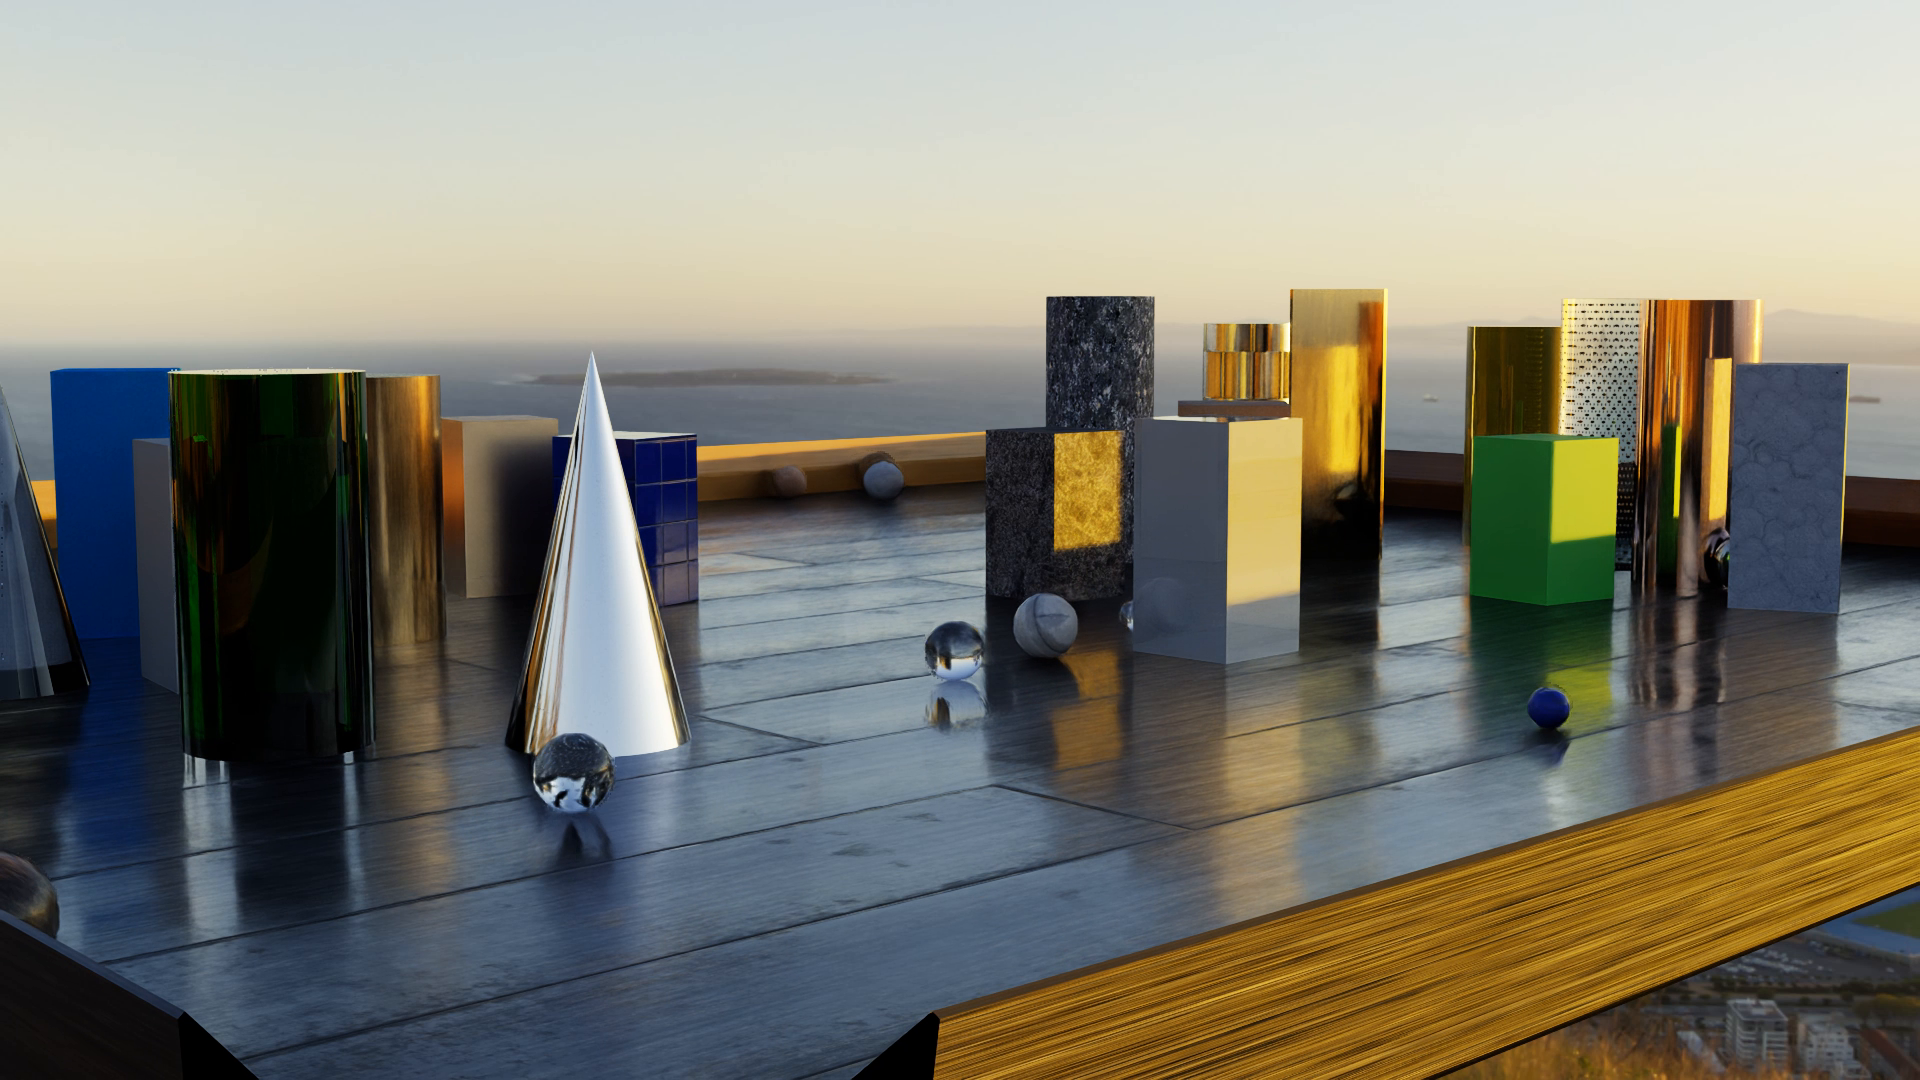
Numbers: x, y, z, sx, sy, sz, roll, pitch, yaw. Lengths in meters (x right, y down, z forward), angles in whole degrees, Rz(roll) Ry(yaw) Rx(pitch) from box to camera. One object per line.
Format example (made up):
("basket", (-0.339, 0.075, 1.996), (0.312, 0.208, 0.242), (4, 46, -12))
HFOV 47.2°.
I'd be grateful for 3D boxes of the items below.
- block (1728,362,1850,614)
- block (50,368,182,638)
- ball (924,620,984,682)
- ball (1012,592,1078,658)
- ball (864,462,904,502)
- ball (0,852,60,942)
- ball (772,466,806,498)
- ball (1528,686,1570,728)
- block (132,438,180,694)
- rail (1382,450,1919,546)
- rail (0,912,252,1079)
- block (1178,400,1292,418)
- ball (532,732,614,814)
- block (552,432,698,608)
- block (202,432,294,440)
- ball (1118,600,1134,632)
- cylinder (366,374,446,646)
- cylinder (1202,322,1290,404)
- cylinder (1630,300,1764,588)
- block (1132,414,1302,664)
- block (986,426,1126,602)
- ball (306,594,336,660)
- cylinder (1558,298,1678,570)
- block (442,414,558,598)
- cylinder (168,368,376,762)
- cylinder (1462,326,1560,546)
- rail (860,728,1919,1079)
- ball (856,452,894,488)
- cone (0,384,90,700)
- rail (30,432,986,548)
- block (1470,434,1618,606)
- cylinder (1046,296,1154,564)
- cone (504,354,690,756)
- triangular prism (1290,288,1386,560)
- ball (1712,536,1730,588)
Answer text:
("block", (1.245, -0.083, 3.304), (0.153, 0.362, 0.153), (3, 7, 23))
("block", (-1.159, -0.055, 3.044), (0.153, 0.361, 0.153), (-2, 6, -15))
("ball", (-0.006, 0.133, 2.636), (0.073, 0.073, 0.073), (0, 6, 0))
("ball", (0.109, 0.109, 2.808), (0.084, 0.084, 0.084), (0, 6, 0))
("ball", (-0.177, -0.134, 5.078), (0.092, 0.092, 0.092), (0, 6, 0))
("ball", (-0.640, 0.250, 1.445), (0.090, 0.090, 0.090), (0, 6, 0))
("ball", (-0.403, -0.137, 5.177), (0.077, 0.077, 0.077), (0, 6, 0))
("ball", (0.627, 0.178, 2.340), (0.045, 0.045, 0.045), (0, 6, 0))
("block", (-0.889, 0.024, 2.641), (0.153, 0.288, 0.153), (-4, 7, -35))
("rail", (1.340, -0.097, 4.562), (0.045, 0.125, 3.425), (-6, 8, -42))
("rail", (-1.340, 0.162, 2.102), (0.045, 0.125, 3.425), (-6, 8, -42))
("block", (0.384, -0.038, 3.113), (0.153, 0.312, 0.153), (1, 6, 5))
("ball", (-0.342, 0.206, 1.945), (0.072, 0.072, 0.072), (0, 6, 0))
("block", (-0.504, -0.031, 3.325), (0.153, 0.255, 0.153), (3, 7, 29))
("block", (-1.056, -0.031, 3.325), (0.153, 0.254, 0.153), (-2, 6, -21))
("ball", (0.241, 0.105, 3.042), (0.043, 0.043, 0.043), (0, 6, 0))
("cylinder", (-0.797, -0.045, 2.976), (0.192, 0.355, 0.192), (0, 6, 0))
("cylinder", (0.575, -0.220, 4.352), (0.192, 0.416, 0.192), (0, 6, 0))
("cylinder", (1.198, -0.160, 3.575), (0.192, 0.458, 0.192), (0, 6, 0))
("block", (0.334, -0.006, 2.854), (0.153, 0.304, 0.153), (6, 8, 44))
("block", (0.148, -0.043, 3.423), (0.153, 0.257, 0.153), (-5, 8, -42))
("ball", (-0.836, 0.110, 2.787), (0.086, 0.086, 0.086), (0, 6, 0))
("cylinder", (1.135, -0.186, 3.815), (0.192, 0.461, 0.192), (0, 6, 0))
("block", (-0.733, -0.057, 3.481), (0.153, 0.273, 0.153), (-4, 7, -30))
("cylinder", (-0.699, 0.019, 2.242), (0.192, 0.381, 0.192), (0, 6, 0))
("cylinder", (1.048, -0.196, 4.140), (0.192, 0.411, 0.192), (0, 6, 0))
("rail", (1.145, 0.162, 2.098), (3.695, 0.125, 0.045), (-6, 8, -42))
("ball", (-0.203, -0.163, 5.340), (0.096, 0.096, 0.096), (0, 6, 0))
("cone", (-1.129, -0.029, 2.575), (0.192, 0.406, 0.192), (0, 6, 0))
("rail", (-1.145, -0.098, 4.566), (3.695, 0.125, 0.045), (-6, 8, -42))
("block", (0.902, -0.035, 3.399), (0.153, 0.247, 0.153), (-4, 7, -34))
("cylinder", (0.248, -0.199, 3.916), (0.192, 0.466, 0.192), (0, 6, 0))
("cone", (-0.375, 0.006, 2.261), (0.192, 0.403, 0.192), (0, 6, 0))
("triangular prism", (0.678, -0.212, 3.976), (0.166, 0.479, 0.144), (1, 6, 8))
("ball", (1.232, 0.036, 3.457), (0.094, 0.094, 0.094), (0, 6, 0))
